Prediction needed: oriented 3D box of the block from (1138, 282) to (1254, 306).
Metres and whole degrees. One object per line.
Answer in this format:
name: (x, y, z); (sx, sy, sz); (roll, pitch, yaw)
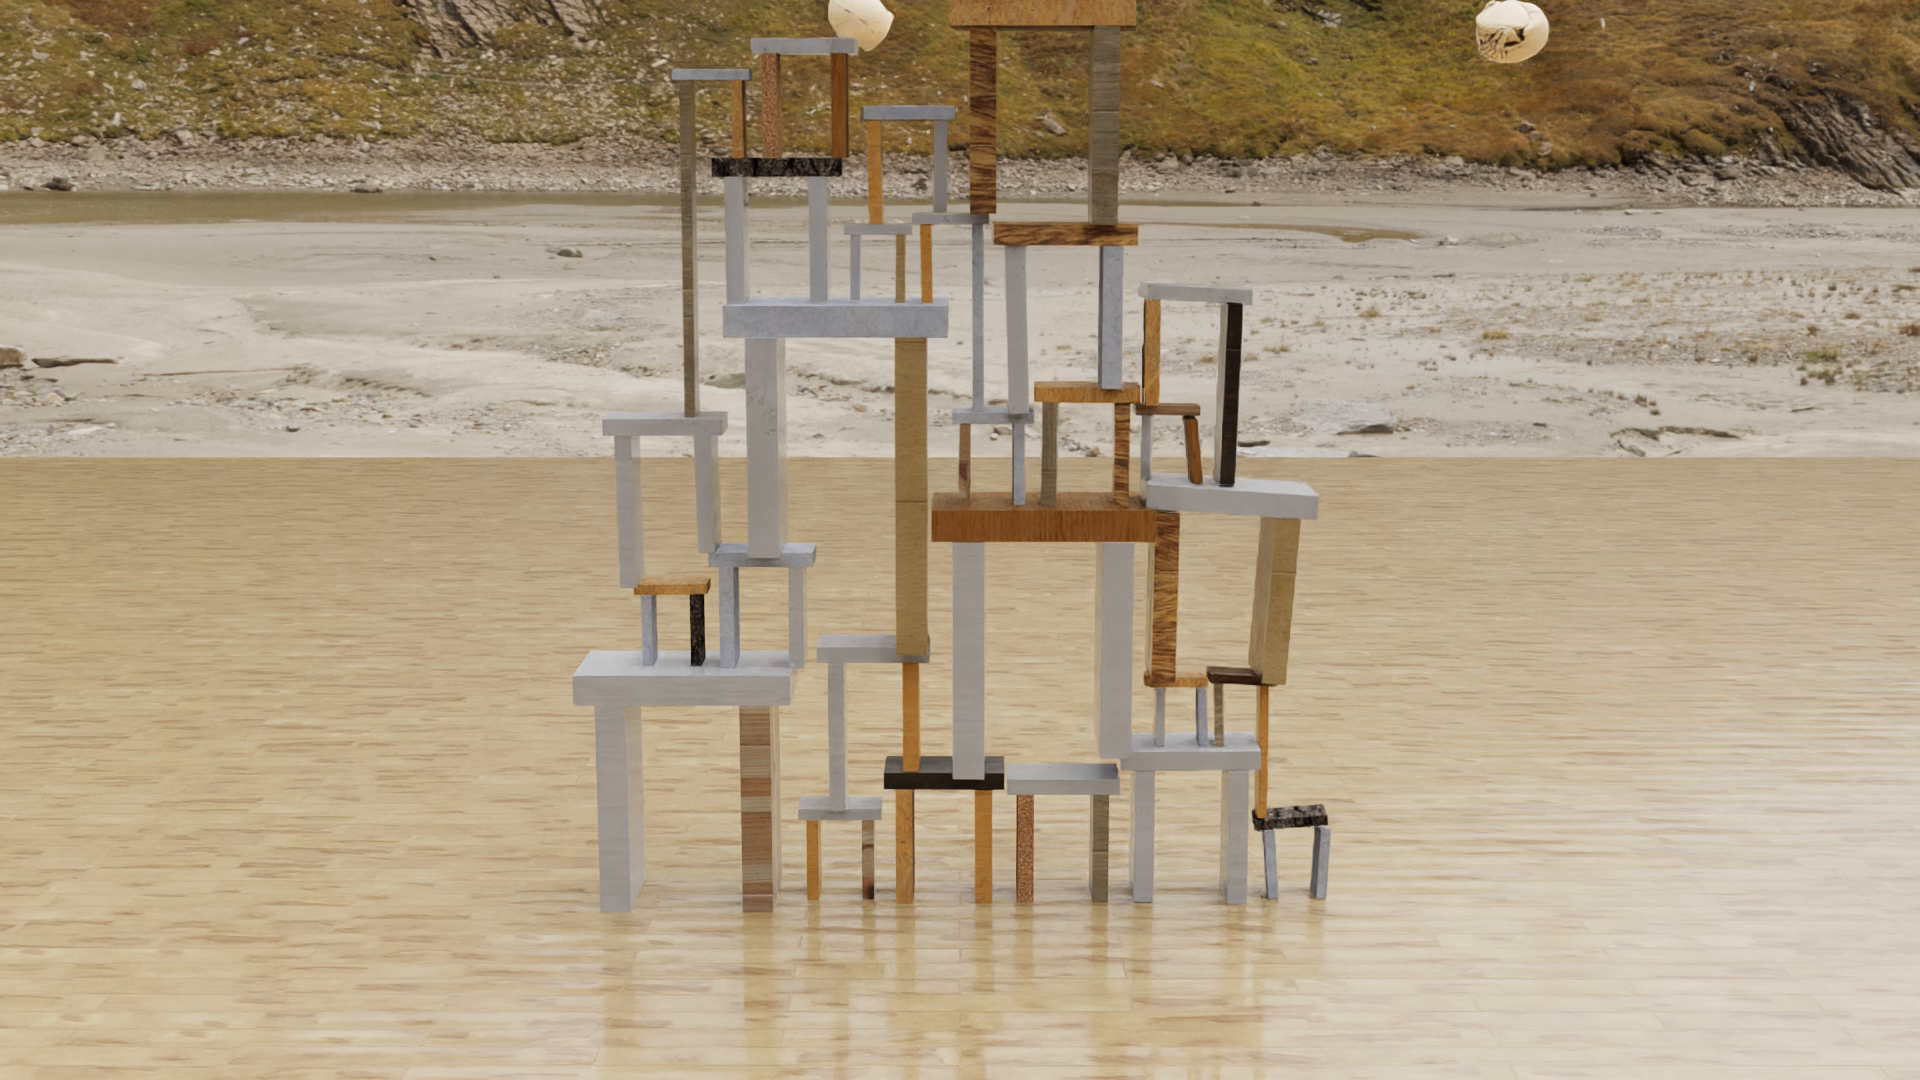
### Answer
block: (0.374, -0.391, 3.491); (0.166, 0.024, 0.083); (3, 8, -6)

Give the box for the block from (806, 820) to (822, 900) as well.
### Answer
block: (-0.243, 0.522, 3.661); (0.019, 0.137, 0.068); (0, 11, 0)

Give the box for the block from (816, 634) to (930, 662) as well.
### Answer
block: (-0.140, 0.178, 3.597); (0.182, 0.026, 0.091); (0, 11, 1)

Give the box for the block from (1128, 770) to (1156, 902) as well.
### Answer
block: (0.302, 0.476, 3.660); (0.032, 0.227, 0.113); (0, 11, 0)

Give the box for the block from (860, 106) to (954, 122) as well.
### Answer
block: (-0.083, -0.668, 3.449); (0.142, 0.020, 0.071); (-1, 8, -7)

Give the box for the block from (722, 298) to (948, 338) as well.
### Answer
block: (-0.193, -0.354, 3.490); (0.348, 0.049, 0.174); (0, 11, 0)

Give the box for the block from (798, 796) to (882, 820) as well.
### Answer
block: (-0.197, 0.445, 3.647); (0.137, 0.019, 0.068); (0, 11, 0)

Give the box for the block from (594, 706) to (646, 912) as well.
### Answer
block: (-0.560, 0.420, 3.634); (0.049, 0.347, 0.174); (0, 11, 0)

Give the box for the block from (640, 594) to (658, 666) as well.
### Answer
block: (-0.507, 0.141, 3.589); (0.017, 0.118, 0.059); (0, 11, 0)

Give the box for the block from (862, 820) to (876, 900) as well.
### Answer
block: (-0.152, 0.522, 3.661); (0.019, 0.137, 0.068); (0, 11, 0)

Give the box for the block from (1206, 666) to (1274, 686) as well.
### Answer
block: (0.458, 0.223, 3.597); (0.105, 0.015, 0.053); (3, 11, -2)

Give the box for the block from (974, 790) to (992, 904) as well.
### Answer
block: (0.040, 0.494, 3.651); (0.028, 0.196, 0.098); (0, 11, 1)

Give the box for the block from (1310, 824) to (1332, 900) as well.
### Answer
block: (0.600, 0.530, 3.660); (0.017, 0.120, 0.060); (2, 11, -1)

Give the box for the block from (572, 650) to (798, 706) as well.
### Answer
block: (-0.445, 0.225, 3.598); (0.347, 0.049, 0.174); (0, 11, 0)

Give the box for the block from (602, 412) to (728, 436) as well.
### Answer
block: (-0.471, -0.187, 3.524); (0.189, 0.027, 0.095); (0, 11, 0)

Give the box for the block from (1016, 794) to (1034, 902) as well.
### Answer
block: (0.108, 0.499, 3.655); (0.026, 0.185, 0.092); (0, 11, 0)

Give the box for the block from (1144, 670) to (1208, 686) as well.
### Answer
block: (0.353, 0.227, 3.596); (0.101, 0.014, 0.050); (0, 10, 3)

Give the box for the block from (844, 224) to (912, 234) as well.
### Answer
block: (-0.128, -0.490, 3.466); (0.106, 0.015, 0.053); (0, 11, 0)

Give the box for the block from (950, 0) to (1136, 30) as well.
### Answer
block: (0.131, -0.814, 3.407); (0.283, 0.040, 0.142); (1, 10, 4)

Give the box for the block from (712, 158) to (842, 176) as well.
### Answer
block: (-0.286, -0.585, 3.446); (0.196, 0.028, 0.098); (0, 11, 0)

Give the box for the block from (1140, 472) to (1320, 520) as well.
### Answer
block: (0.430, -0.072, 3.536); (0.271, 0.038, 0.135); (4, 11, -1)

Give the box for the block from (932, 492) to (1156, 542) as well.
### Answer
block: (0.133, -0.038, 3.551); (0.355, 0.050, 0.177); (0, 11, 0)

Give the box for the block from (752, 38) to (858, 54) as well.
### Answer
block: (-0.241, -0.766, 3.415); (0.159, 0.023, 0.080); (0, 11, 0)

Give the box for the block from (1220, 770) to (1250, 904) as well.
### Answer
block: (0.455, 0.478, 3.651); (0.032, 0.227, 0.113); (0, 11, 0)

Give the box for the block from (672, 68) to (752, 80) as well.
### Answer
block: (-0.386, -0.724, 3.423); (0.119, 0.017, 0.059); (0, 11, 0)

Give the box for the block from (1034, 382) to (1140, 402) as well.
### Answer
block: (0.202, -0.236, 3.508); (0.166, 0.023, 0.083); (1, 11, 2)

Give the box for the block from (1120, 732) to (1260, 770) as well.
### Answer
block: (0.377, 0.349, 3.631); (0.227, 0.032, 0.113); (0, 11, 2)

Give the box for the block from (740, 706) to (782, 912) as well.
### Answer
block: (-0.329, 0.420, 3.634); (0.049, 0.347, 0.174); (0, 11, 0)

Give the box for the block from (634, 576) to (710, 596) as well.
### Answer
block: (-0.468, 0.075, 3.577); (0.118, 0.017, 0.059); (-1, 11, 0)

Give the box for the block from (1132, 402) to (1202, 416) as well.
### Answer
block: (0.330, -0.209, 3.512); (0.103, 0.015, 0.052); (0, 9, -1)

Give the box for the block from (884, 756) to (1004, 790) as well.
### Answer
block: (-0.025, 0.384, 3.628); (0.196, 0.028, 0.098); (0, 11, 1)

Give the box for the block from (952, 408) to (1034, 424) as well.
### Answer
block: (0.052, -0.199, 3.514); (0.131, 0.018, 0.065); (0, 11, 0)

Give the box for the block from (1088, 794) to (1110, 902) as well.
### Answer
block: (0.231, 0.499, 3.655); (0.026, 0.185, 0.092); (0, 11, 0)

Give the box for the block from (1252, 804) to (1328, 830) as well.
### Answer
block: (0.546, 0.460, 3.645); (0.120, 0.017, 0.060); (-5, 11, 5)

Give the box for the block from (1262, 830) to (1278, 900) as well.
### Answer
block: (0.516, 0.530, 3.659); (0.017, 0.120, 0.060); (-4, 11, 5)

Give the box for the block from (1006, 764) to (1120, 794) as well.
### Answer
block: (0.169, 0.395, 3.636); (0.185, 0.026, 0.092); (0, 11, 0)

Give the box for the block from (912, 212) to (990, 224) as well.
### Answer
block: (-0.013, -0.507, 3.467); (0.121, 0.017, 0.060); (0, 10, 3)

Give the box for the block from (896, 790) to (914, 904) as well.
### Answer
block: (-0.091, 0.494, 3.649); (0.028, 0.196, 0.098); (0, 11, 1)

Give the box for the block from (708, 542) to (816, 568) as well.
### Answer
block: (-0.319, 0.024, 3.562); (0.167, 0.024, 0.084); (0, 11, 1)

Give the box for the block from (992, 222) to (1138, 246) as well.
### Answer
block: (0.163, -0.482, 3.455); (0.223, 0.032, 0.112); (0, 11, -1)
